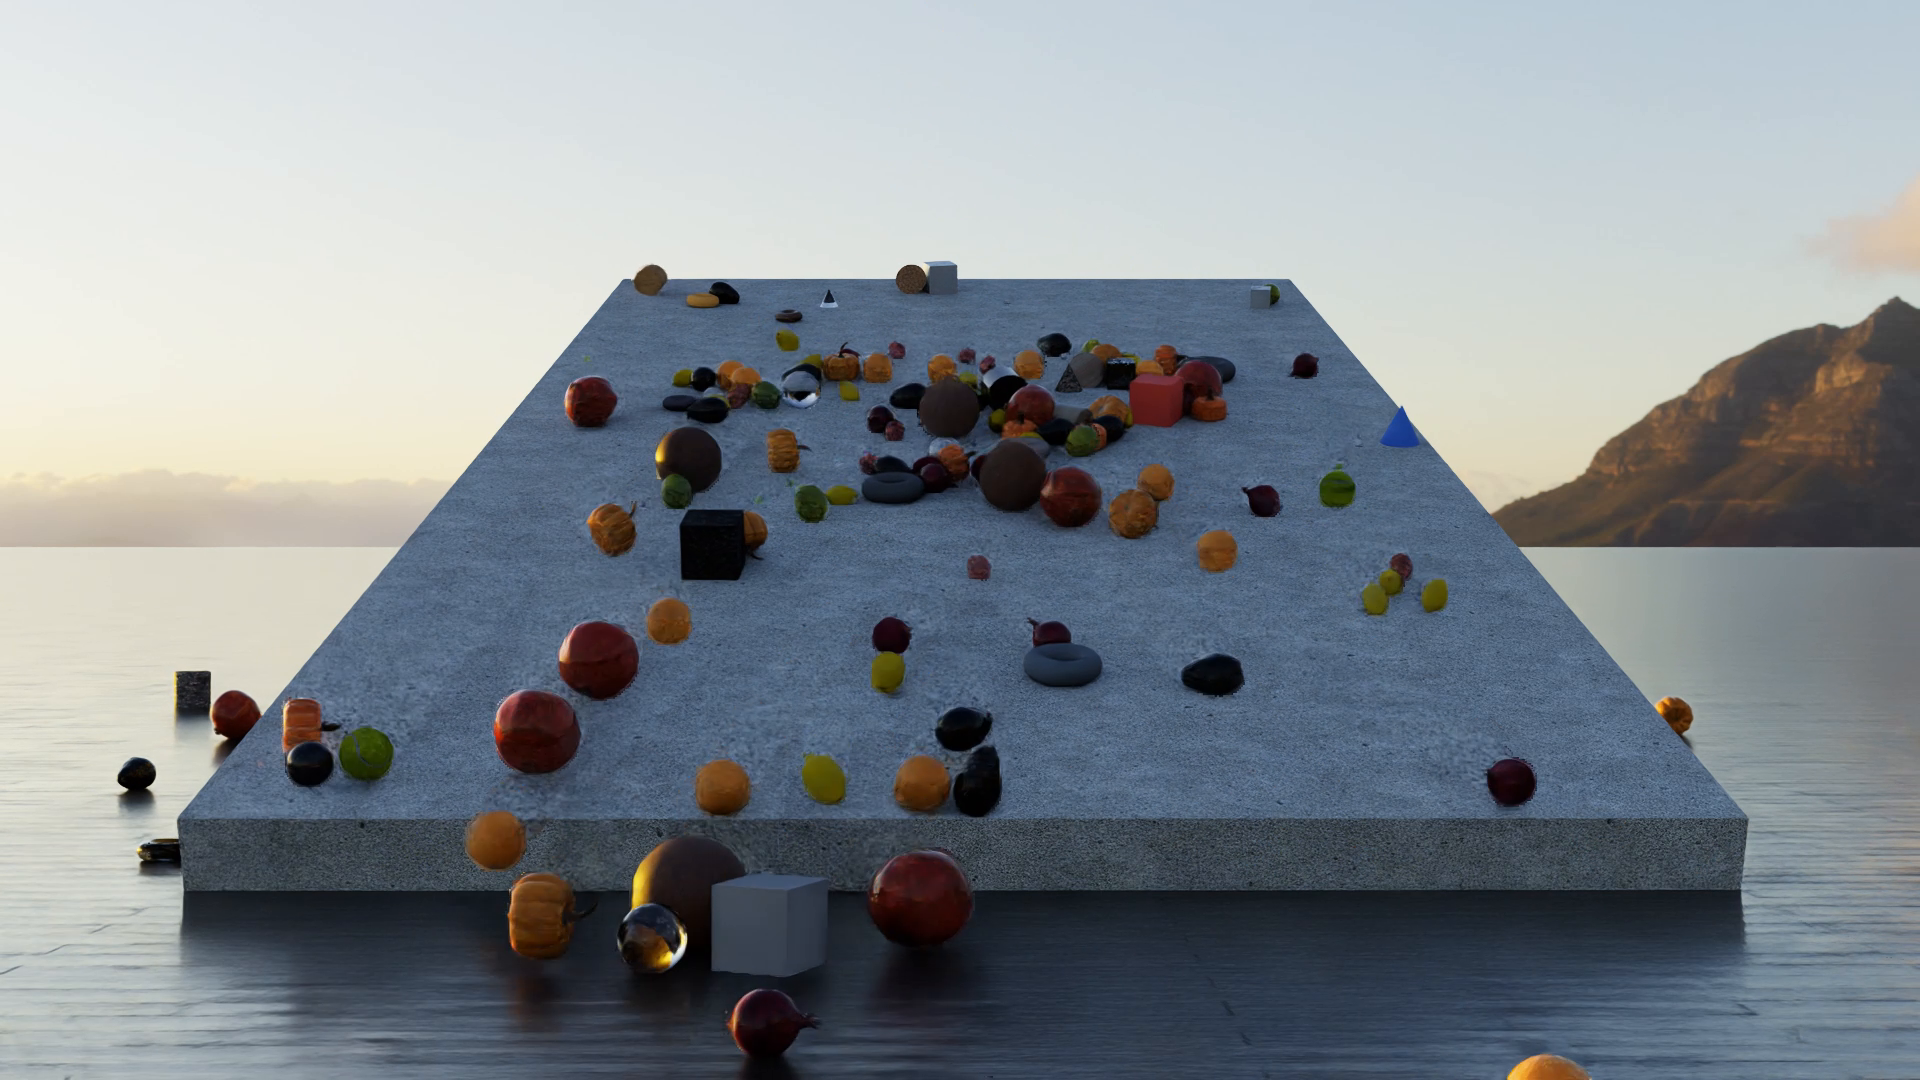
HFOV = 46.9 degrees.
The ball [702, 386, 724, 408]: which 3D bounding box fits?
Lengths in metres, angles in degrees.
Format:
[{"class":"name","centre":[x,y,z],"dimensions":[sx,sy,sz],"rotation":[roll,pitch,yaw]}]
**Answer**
[{"class":"ball","centre":[-0.557,-0.322,5.002],"dimensions":[0.050,0.050,0.050],"rotation":[0,0,0]}]

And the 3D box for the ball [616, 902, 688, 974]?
[{"class":"ball","centre":[-0.319,0.414,2.301],"dimensions":[0.073,0.073,0.073],"rotation":[0,0,0]}]

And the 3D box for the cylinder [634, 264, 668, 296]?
[{"class":"cylinder","centre":[-0.893,-0.751,6.397],"dimensions":[0.079,0.079,0.079],"rotation":[0,17,5]}]

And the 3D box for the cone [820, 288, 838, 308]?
[{"class":"cone","centre":[-0.367,-0.680,6.210],"dimensions":[0.050,0.050,0.050],"rotation":[0,17,0]}]

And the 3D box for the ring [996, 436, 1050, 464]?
[{"class":"ring","centre":[0.131,-0.185,4.570],"dimensions":[0.112,0.037,0.112],"rotation":[-1,18,0]}]

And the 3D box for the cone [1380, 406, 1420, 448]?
[{"class":"cone","centre":[0.935,-0.247,4.699],"dimensions":[0.083,0.083,0.083],"rotation":[0,17,0]}]

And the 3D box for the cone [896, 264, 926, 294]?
[{"class":"cone","centre":[-0.137,-0.747,6.454],"dimensions":[0.089,0.089,0.089],"rotation":[0,-10,6]}]

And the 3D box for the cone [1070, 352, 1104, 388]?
[{"class":"cone","centre":[0.293,-0.392,5.264],"dimensions":[0.087,0.087,0.087],"rotation":[0,-10,-7]}]

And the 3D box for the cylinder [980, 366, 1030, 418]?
[{"class":"cylinder","centre":[0.102,-0.332,4.960],"dimensions":[0.097,0.097,0.097],"rotation":[0,16,-10]}]

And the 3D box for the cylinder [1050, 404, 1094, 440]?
[{"class":"cylinder","centre":[0.238,-0.252,4.738],"dimensions":[0.069,0.069,0.069],"rotation":[12,7,35]}]

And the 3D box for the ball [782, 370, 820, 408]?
[{"class":"ball","centre":[-0.358,-0.339,5.000],"dimensions":[0.086,0.086,0.086],"rotation":[0,0,0]}]

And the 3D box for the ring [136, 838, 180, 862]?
[{"class":"ring","centre":[-1.121,0.438,3.128],"dimensions":[0.079,0.026,0.079],"rotation":[1,0,0]}]

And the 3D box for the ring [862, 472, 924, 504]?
[{"class":"ring","centre":[-0.130,-0.101,4.279],"dimensions":[0.122,0.041,0.122],"rotation":[-1,17,0]}]

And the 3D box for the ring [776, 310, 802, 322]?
[{"class":"ring","centre":[-0.464,-0.608,6.010],"dimensions":[0.075,0.025,0.075],"rotation":[-3,19,1]}]

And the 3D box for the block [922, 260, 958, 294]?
[{"class":"block","centre":[-0.058,-0.761,6.428],"dimensions":[0.083,0.083,0.083],"rotation":[-5,17,-15]}]

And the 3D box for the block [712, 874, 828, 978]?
[{"class":"block","centre":[-0.200,0.405,2.338],"dimensions":[0.090,0.090,0.090],"rotation":[0,0,25]}]

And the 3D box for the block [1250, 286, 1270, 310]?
[{"class":"block","centre":[0.841,-0.679,6.202],"dimensions":[0.055,0.055,0.055],"rotation":[3,17,9]}]

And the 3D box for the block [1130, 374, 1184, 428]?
[{"class":"block","centre":[0.433,-0.308,4.884],"dimensions":[0.094,0.094,0.094],"rotation":[7,18,21]}]

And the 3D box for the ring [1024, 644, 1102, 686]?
[{"class":"ring","centre":[0.153,0.187,3.315],"dimensions":[0.118,0.039,0.118],"rotation":[1,17,0]}]

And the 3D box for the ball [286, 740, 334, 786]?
[{"class":"ball","centre":[-0.854,0.294,2.913],"dimensions":[0.060,0.060,0.060],"rotation":[0,0,0]}]

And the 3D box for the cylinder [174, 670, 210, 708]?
[{"class":"cylinder","centre":[-2.081,0.404,6.005],"dimensions":[0.095,0.095,0.095],"rotation":[0,0,0]}]

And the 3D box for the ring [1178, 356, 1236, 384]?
[{"class":"ring","centre":[0.592,-0.407,5.304],"dimensions":[0.137,0.046,0.137],"rotation":[1,17,0]}]

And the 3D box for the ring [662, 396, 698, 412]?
[{"class":"ring","centre":[-0.633,-0.309,5.004],"dimensions":[0.078,0.026,0.078],"rotation":[0,15,0]}]

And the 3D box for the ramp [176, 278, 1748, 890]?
[{"class":"ramp","centre":[-0.002,-0.167,4.749],"dimensions":[2.000,0.100,4.000],"rotation":[0,17,0]}]

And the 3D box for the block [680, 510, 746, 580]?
[{"class":"block","centre":[-0.425,0.008,3.810],"dimensions":[0.097,0.097,0.097],"rotation":[0,17,2]}]

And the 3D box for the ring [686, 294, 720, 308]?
[{"class":"ring","centre":[-0.721,-0.672,6.216],"dimensions":[0.092,0.031,0.092],"rotation":[4,16,-1]}]

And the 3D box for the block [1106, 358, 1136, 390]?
[{"class":"block","centre":[0.378,-0.391,5.218],"dimensions":[0.063,0.063,0.063],"rotation":[0,17,1]}]

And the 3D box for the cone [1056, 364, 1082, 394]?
[{"class":"cone","centre":[0.255,-0.383,5.185],"dimensions":[0.065,0.065,0.065],"rotation":[0,17,0]}]

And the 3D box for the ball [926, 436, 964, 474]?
[{"class":"ball","centre":[-0.029,-0.171,4.454],"dimensions":[0.075,0.075,0.075],"rotation":[0,0,0]}]

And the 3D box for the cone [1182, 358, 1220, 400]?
[{"class":"cone","centre":[0.560,-0.378,5.129],"dimensions":[0.089,0.089,0.089],"rotation":[0,17,0]}]
